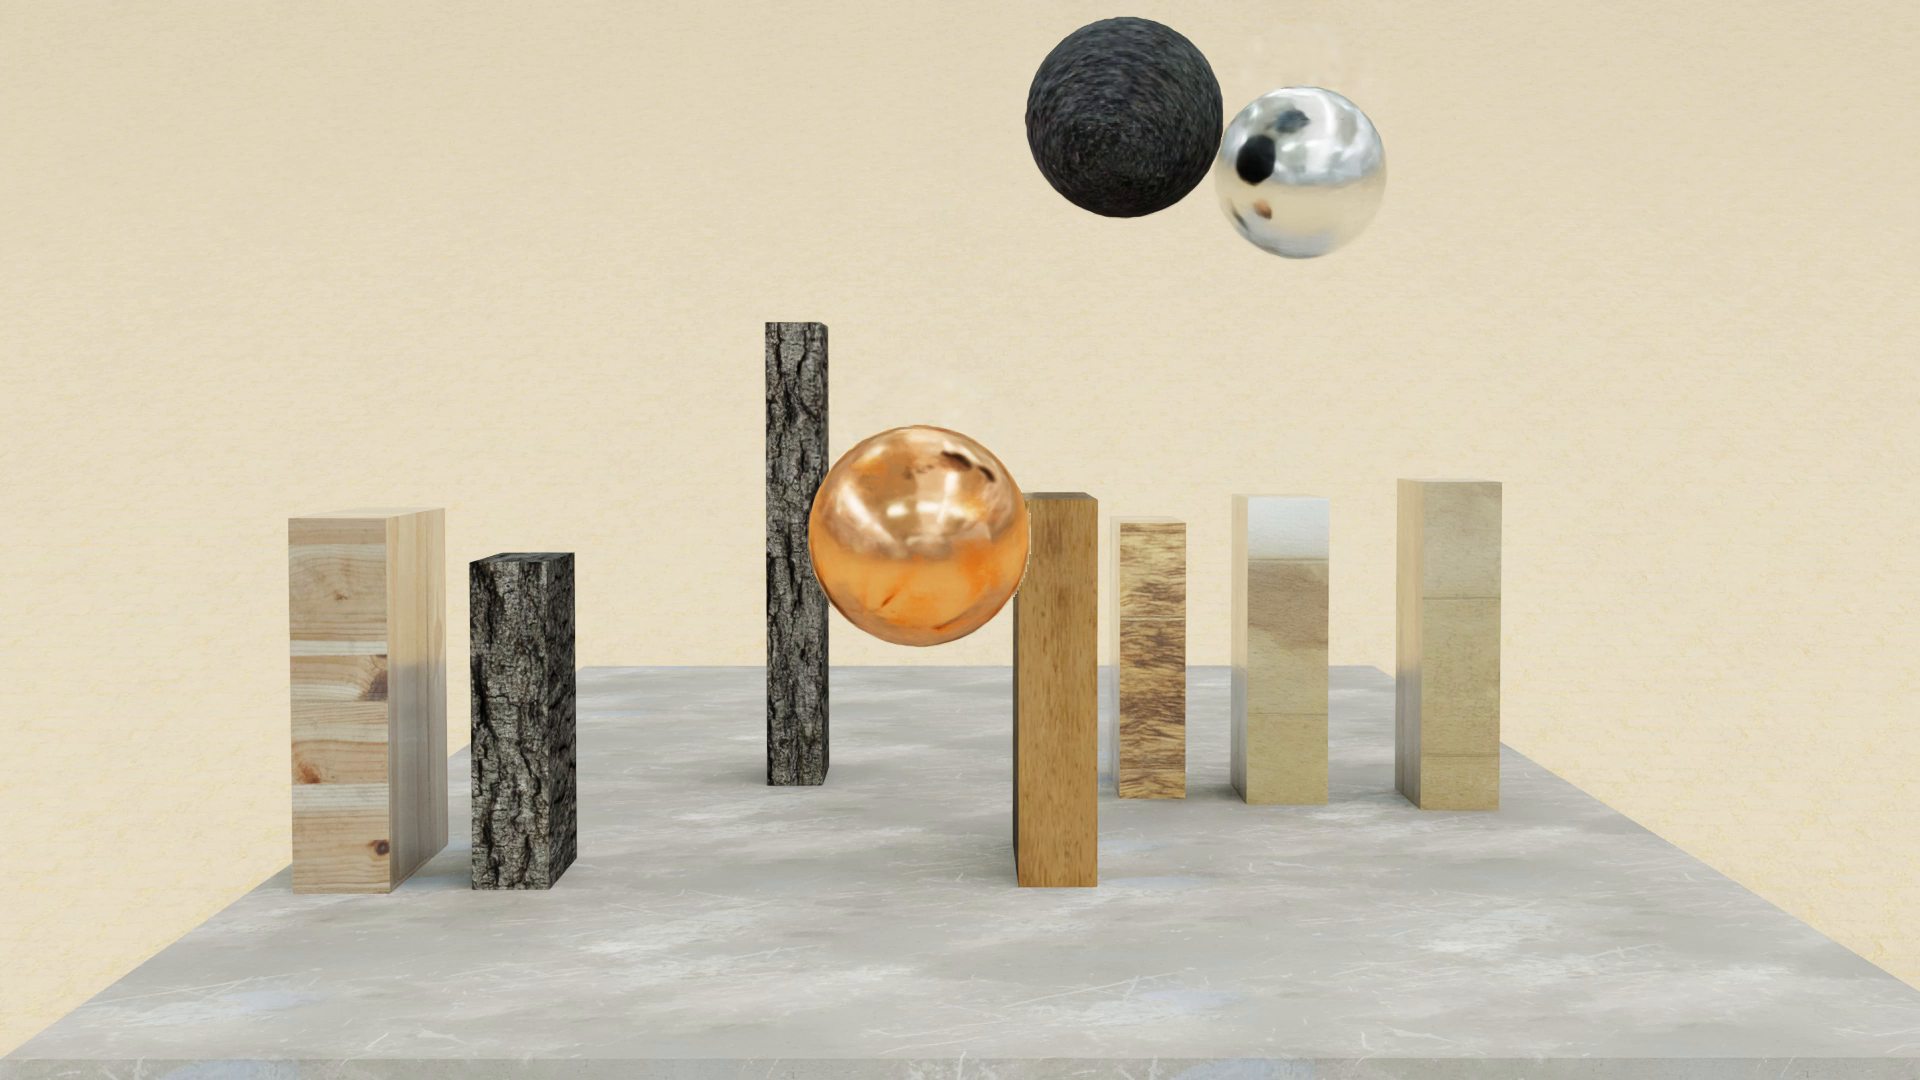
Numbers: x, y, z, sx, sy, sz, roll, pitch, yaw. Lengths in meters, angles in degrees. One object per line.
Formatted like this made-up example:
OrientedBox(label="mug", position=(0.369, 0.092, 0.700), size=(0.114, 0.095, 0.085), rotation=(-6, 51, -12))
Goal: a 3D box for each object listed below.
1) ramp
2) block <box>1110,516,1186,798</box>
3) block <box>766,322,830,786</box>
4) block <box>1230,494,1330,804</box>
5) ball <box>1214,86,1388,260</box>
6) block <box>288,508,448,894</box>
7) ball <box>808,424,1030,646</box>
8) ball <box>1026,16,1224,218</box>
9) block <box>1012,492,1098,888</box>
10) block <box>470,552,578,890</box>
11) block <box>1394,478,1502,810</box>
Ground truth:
OrientedBox(label="ramp", position=(0.051, 0.465, 4.534), size=(2.000, 0.100, 4.000), rotation=(0, 3, 0))
OrientedBox(label="block", position=(0.318, 0.193, 4.385), size=(0.109, 0.457, 0.284), rotation=(0, 3, 0))
OrientedBox(label="block", position=(-0.284, 0.019, 4.506), size=(0.095, 0.792, 0.240), rotation=(0, 3, 0))
OrientedBox(label="block", position=(0.532, 0.176, 4.297), size=(0.132, 0.499, 0.247), rotation=(0, 3, 0))
OrientedBox(label="ball", position=(0.335, -0.362, 2.534), size=(0.170, 0.170, 0.170), rotation=(0, 22, 0))
OrientedBox(label="block", position=(-0.820, 0.211, 3.593), size=(0.129, 0.498, 0.393), rotation=(0, 3, 0))
OrientedBox(label="ball", position=(-0.039, -0.004, 2.433), size=(0.210, 0.210, 0.210), rotation=(0, 22, 0))
OrientedBox(label="ball", position=(0.155, -0.397, 2.417), size=(0.187, 0.187, 0.187), rotation=(0, 22, 0))
OrientedBox(label="block", position=(0.131, 0.198, 3.619), size=(0.106, 0.521, 0.355), rotation=(0, 3, 0))
OrientedBox(label="block", position=(-0.601, 0.243, 3.553), size=(0.103, 0.438, 0.254), rotation=(0, 3, 0))
OrientedBox(label="block", position=(0.802, 0.165, 4.239), size=(0.126, 0.527, 0.243), rotation=(0, 3, 0))
